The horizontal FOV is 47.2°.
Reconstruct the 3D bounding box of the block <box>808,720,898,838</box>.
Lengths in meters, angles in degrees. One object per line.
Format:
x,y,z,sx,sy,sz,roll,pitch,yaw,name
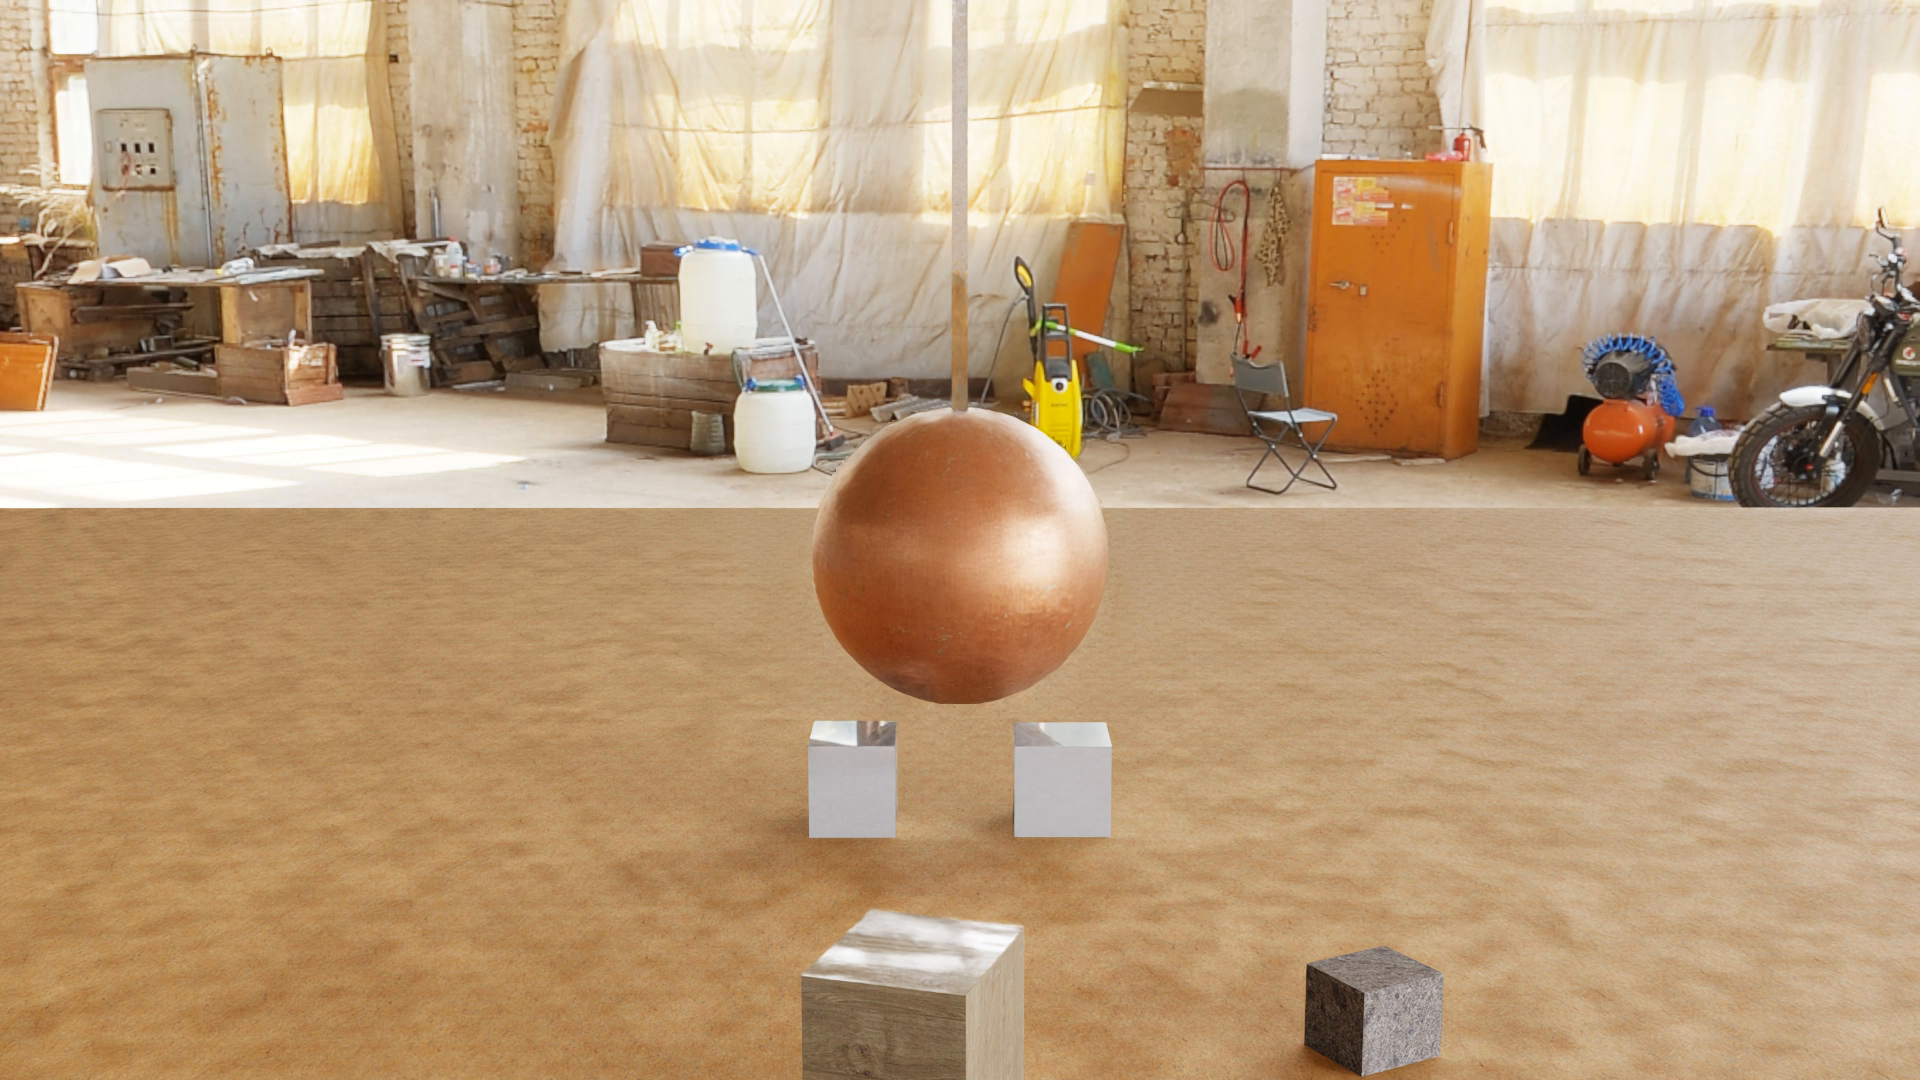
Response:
-0.549,1.237,11.417,0.440,0.481,0.494,0,10,0,block

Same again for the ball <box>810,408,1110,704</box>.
0.000,0.085,11.831,1.600,1.600,1.600,0,10,0,ball

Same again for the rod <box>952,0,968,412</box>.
0.000,-3.179,10.877,0.080,5.200,0.080,0,16,0,rod

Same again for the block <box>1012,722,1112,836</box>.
0.524,1.239,11.414,0.491,0.478,0.468,0,10,0,block

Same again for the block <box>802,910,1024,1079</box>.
-0.153,1.785,7.761,0.588,0.710,0.686,3,11,18,block

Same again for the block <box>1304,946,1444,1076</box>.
1.610,1.829,8.565,0.393,0.337,0.348,-6,12,-29,block
